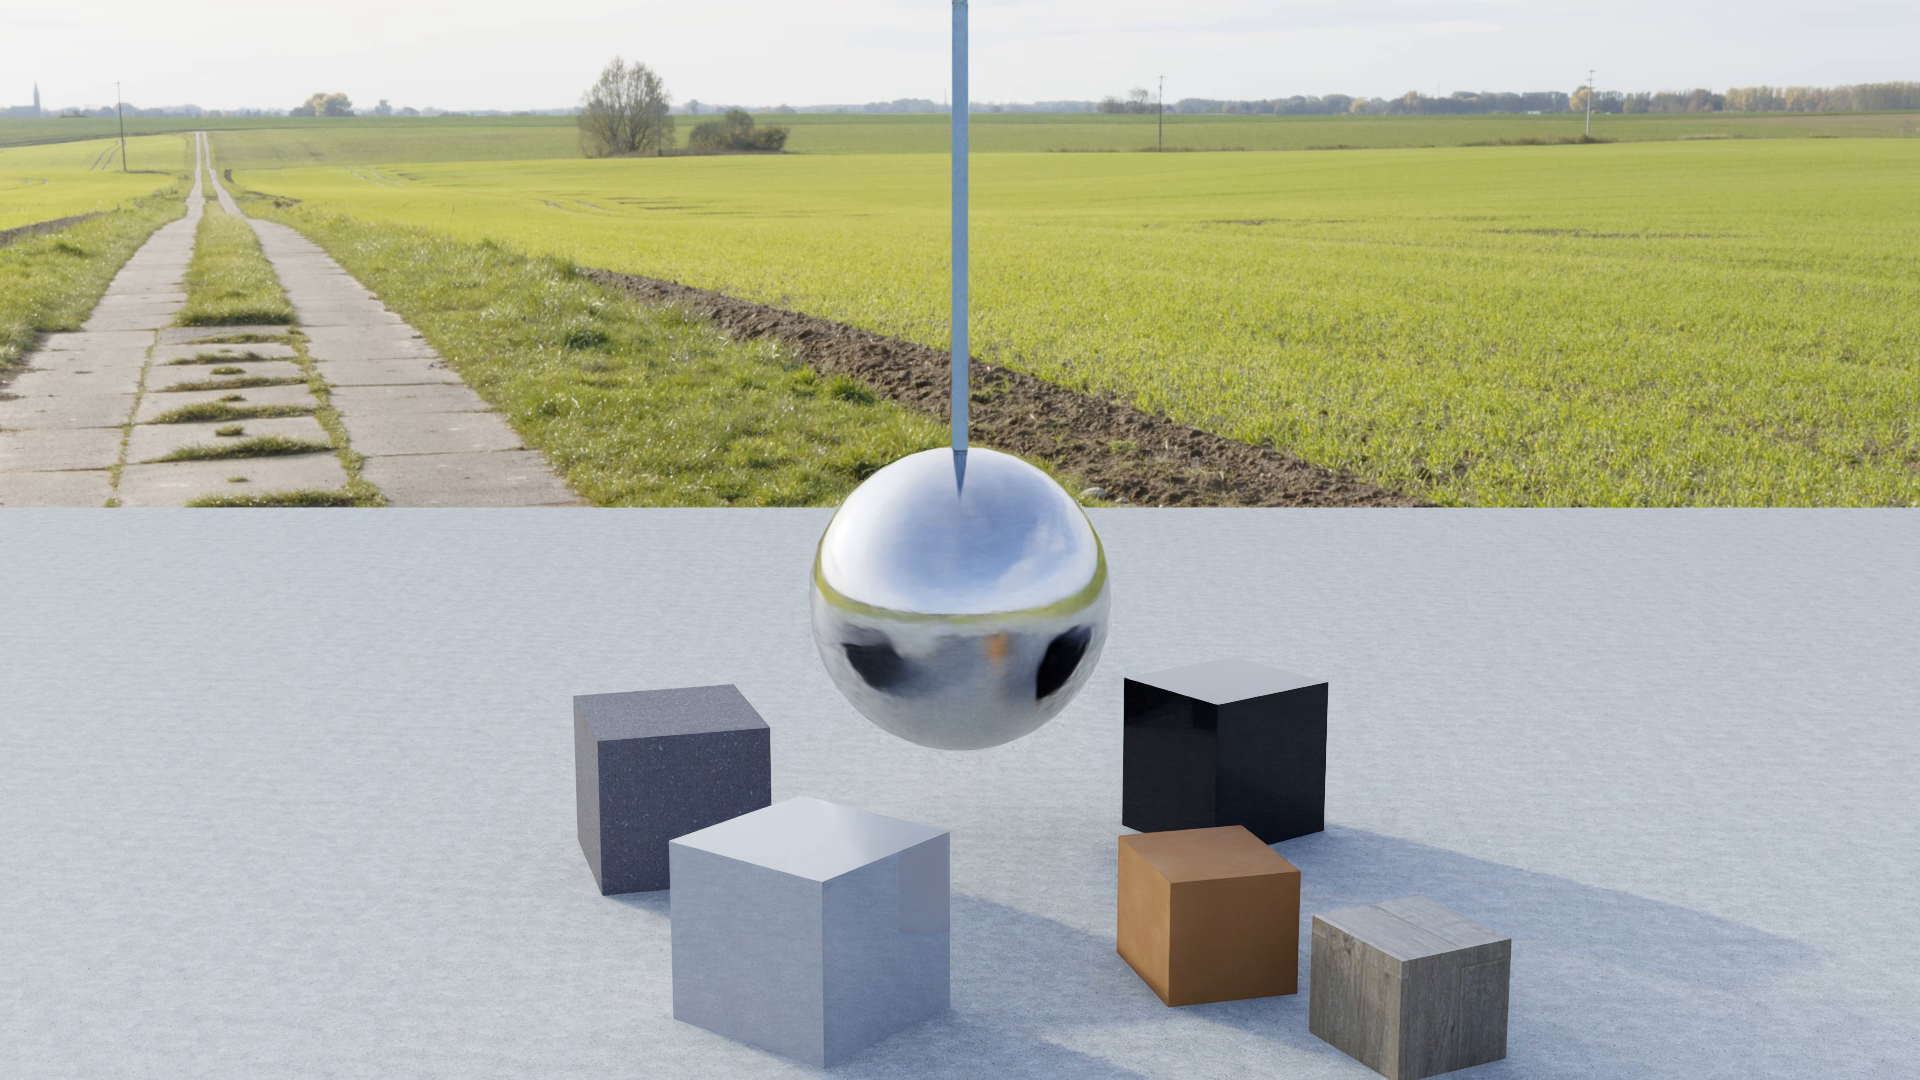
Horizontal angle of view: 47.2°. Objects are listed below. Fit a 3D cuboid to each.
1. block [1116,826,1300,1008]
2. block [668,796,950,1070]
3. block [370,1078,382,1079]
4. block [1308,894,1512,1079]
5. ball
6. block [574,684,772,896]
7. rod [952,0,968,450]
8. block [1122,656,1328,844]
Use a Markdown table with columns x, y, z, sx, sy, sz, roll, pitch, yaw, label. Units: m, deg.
| x | y | z | sx | sy | sz | roll | pitch | yaw | label |
| --- | --- | --- | --- | --- | --- | --- | --- | --- | --- |
| 1.046 | 1.586 | 9.351 | 0.571 | 0.533 | 0.644 | -3 | 11 | -15 | block |
| -0.601 | 1.558 | 8.900 | 0.810 | 0.750 | 0.784 | 8 | 13 | 37 | block |
| -1.543 | 2.049 | 6.260 | 0.656 | 0.729 | 0.684 | 3 | 11 | 15 | block |
| 1.754 | 1.745 | 8.603 | 0.526 | 0.488 | 0.561 | -5 | 12 | -27 | block |
| 0.000 | 0.307 | 11.583 | 1.600 | 1.600 | 1.600 | 0 | 10 | 0 | ball |
| -1.423 | 1.207 | 10.820 | 0.818 | 0.753 | 0.888 | -3 | 11 | -17 | block |
| 0.000 | -2.998 | 10.786 | 0.080 | 5.200 | 0.080 | 0 | 14 | 0 | rod |
| 1.359 | 1.101 | 11.307 | 0.772 | 0.788 | 0.694 | -8 | 13 | -36 | block |
